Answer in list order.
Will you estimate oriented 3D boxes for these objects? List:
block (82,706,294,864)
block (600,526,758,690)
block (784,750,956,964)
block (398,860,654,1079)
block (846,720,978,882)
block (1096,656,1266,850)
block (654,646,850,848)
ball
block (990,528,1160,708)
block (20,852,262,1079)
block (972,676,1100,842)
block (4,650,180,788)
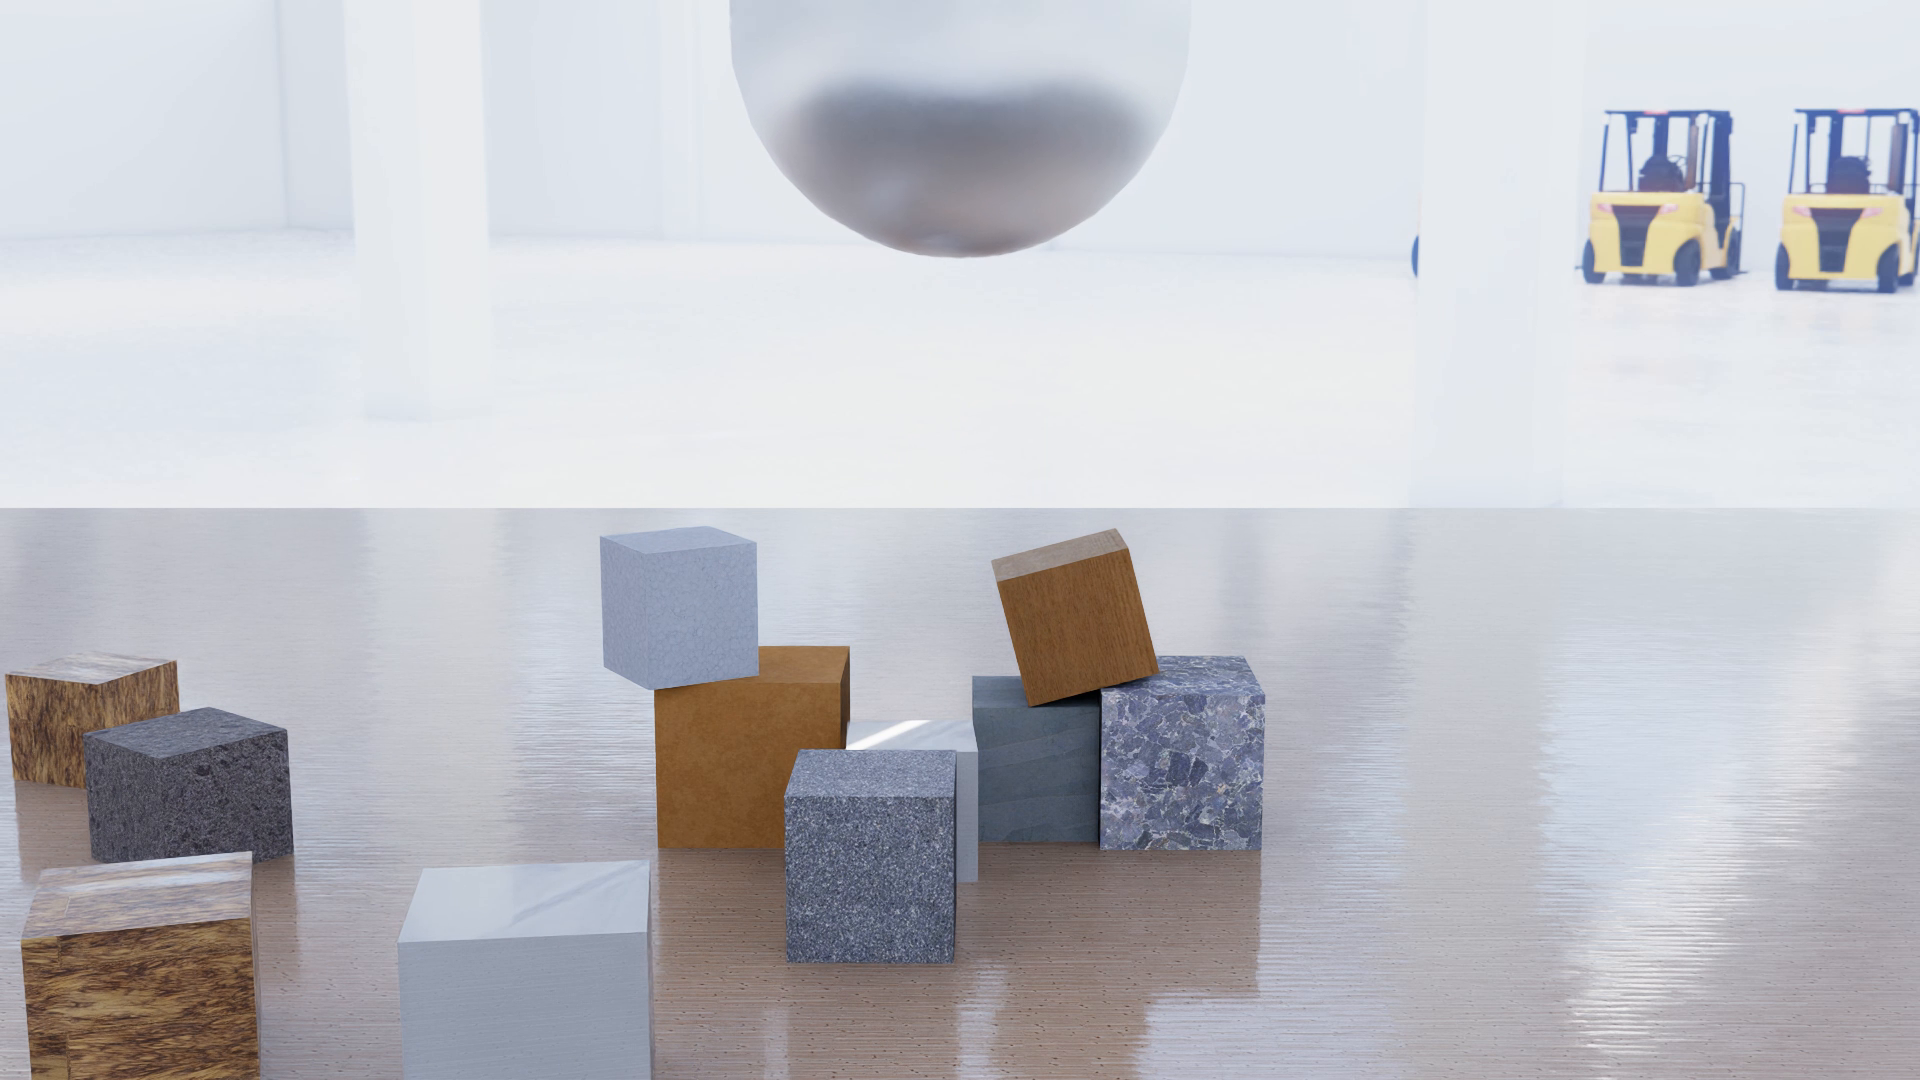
[{"bbox_3d":[-3.811,1.256,10.874,0.696,0.638,0.690,8,13,39],"label":"block"},{"bbox_3d":[-1.415,0.330,11.077,0.597,0.679,0.577,-6,12,-31],"label":"block"},{"bbox_3d":[-0.383,1.396,9.800,0.722,0.748,0.739,0,10,1],"label":"block"},{"bbox_3d":[-1.570,1.691,8.108,0.855,0.771,0.790,-1,10,-7],"label":"block"},{"bbox_3d":[-0.238,1.273,10.756,0.625,0.647,0.576,0,10,-2],"label":"block"},{"bbox_3d":[1.107,1.085,11.369,0.808,0.797,0.850,0,10,0],"label":"block"},{"bbox_3d":[-1.053,1.055,11.372,0.926,0.854,0.809,0,10,0],"label":"block"},{"bbox_3d":[0.000,-1.780,7.630,1.600,1.600,1.600,0,10,0],"label":"ball"},{"bbox_3d":[0.580,0.386,11.257,0.677,0.659,0.605,-15,10,1],"label":"block"},{"bbox_3d":[-3.121,1.678,8.462,0.787,0.672,0.806,-3,11,-17],"label":"block"},{"bbox_3d":[0.383,1.126,11.419,0.633,0.700,0.664,0,10,0],"label":"block"},{"bbox_3d":[-4.854,1.006,12.350,0.653,0.603,0.613,4,11,21],"label":"block"}]
